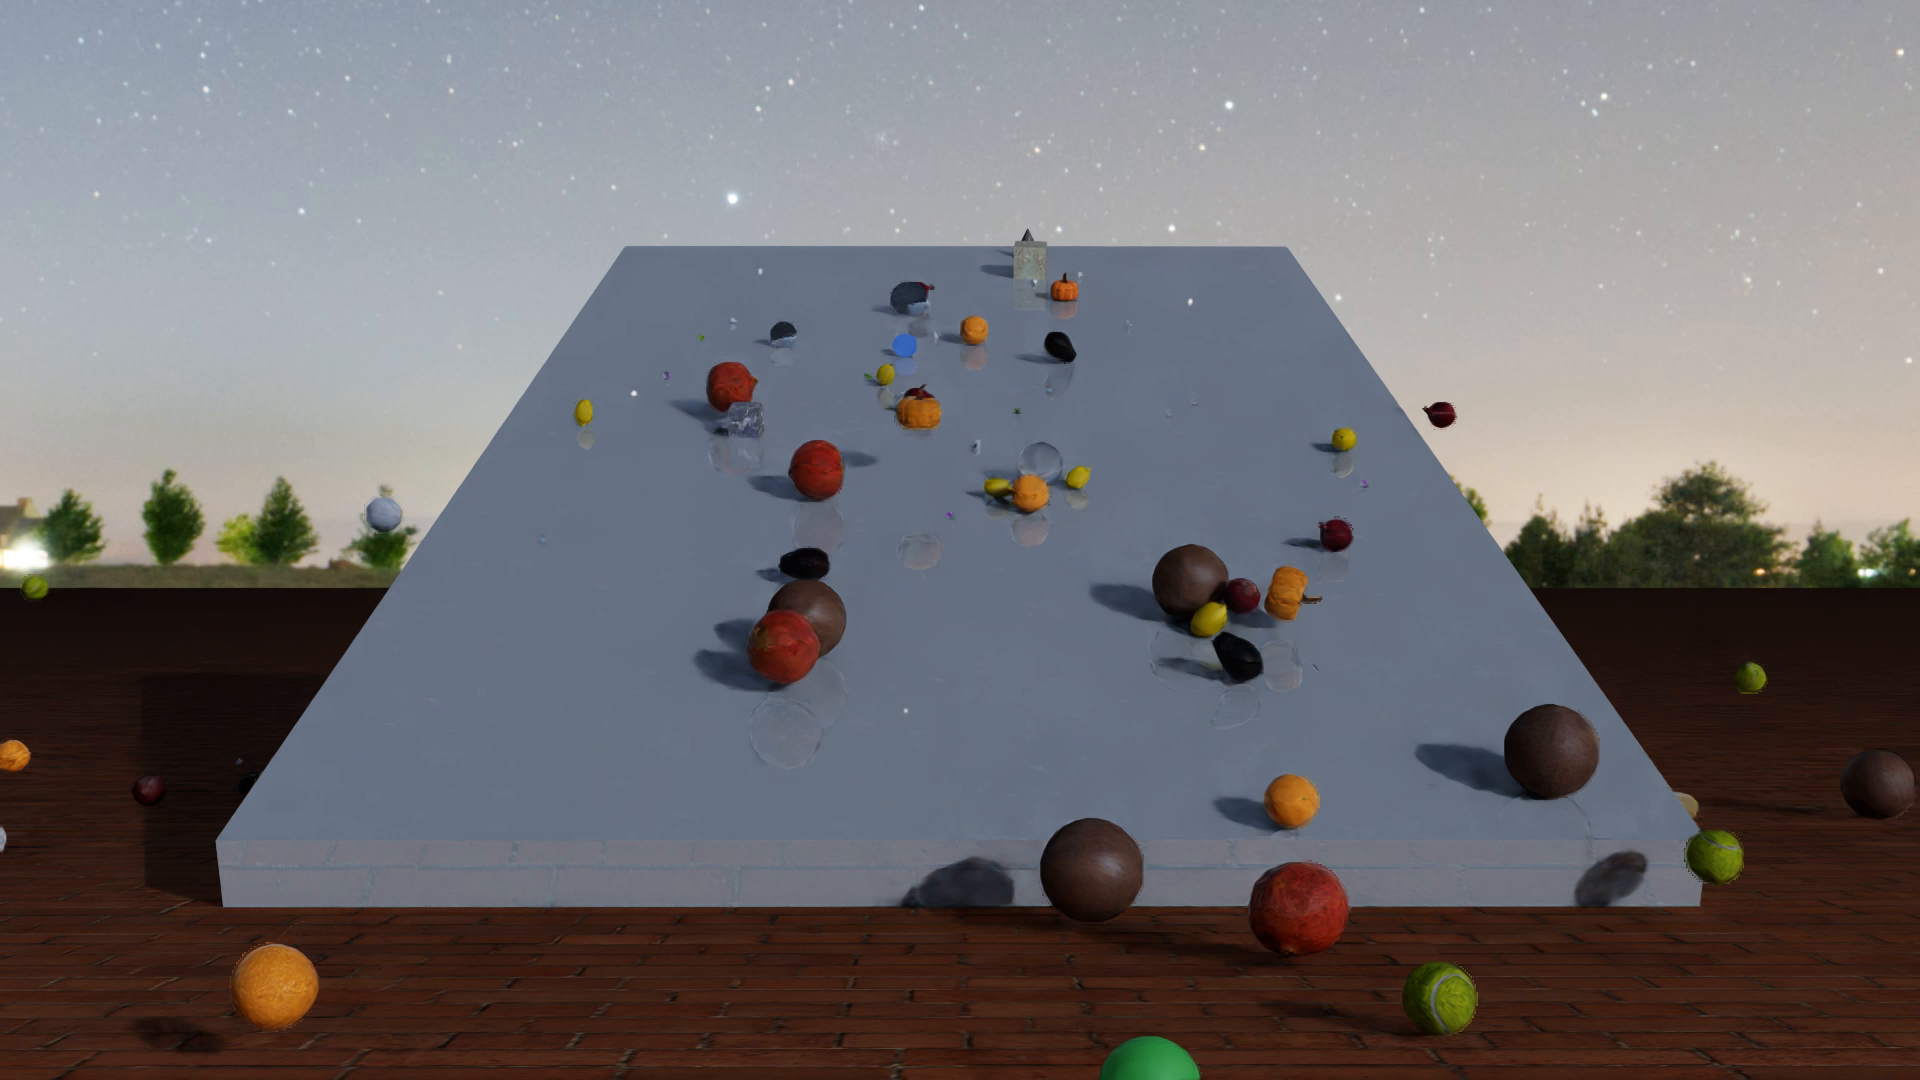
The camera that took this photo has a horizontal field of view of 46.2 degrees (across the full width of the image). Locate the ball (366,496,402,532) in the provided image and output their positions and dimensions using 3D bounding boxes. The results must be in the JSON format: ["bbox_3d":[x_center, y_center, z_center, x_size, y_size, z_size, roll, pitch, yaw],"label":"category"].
[{"bbox_3d":[-1.198,-0.053,4.676,0.073,0.073,0.073,0,-1,0],"label":"ball"}]

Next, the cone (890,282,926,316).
[{"bbox_3d":[-0.138,-0.628,5.970,0.095,0.095,0.095,0,-8,-4],"label":"cone"}]

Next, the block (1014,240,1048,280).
[{"bbox_3d":[0.200,-0.795,6.386,0.091,0.091,0.091,1,19,4],"label":"block"}]

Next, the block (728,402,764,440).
[{"bbox_3d":[-0.461,-0.259,4.850,0.065,0.065,0.065,1,19,4],"label":"block"}]

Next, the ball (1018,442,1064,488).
[{"bbox_3d":[0.161,-0.150,4.492,0.092,0.092,0.092,0,-1,0],"label":"ball"}]

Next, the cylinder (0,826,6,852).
[{"bbox_3d":[-1.564,0.477,3.592,0.054,0.054,0.054,1,0,32],"label":"cylinder"}]

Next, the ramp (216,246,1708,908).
[{"bbox_3d":[-0.004,-0.196,4.923,2.000,0.100,4.000,0,19,0],"label":"ramp"}]

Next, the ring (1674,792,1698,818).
[{"bbox_3d":[1.290,0.494,4.168,0.148,0.049,0.148,1,-2,0],"label":"ring"}]

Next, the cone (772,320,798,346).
[{"bbox_3d":[-0.444,-0.506,5.631,0.067,0.067,0.067,0,-17,-14],"label":"cone"}]

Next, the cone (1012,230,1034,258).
[{"bbox_3d":[0.200,-0.877,6.632,0.088,0.088,0.088,0,19,0],"label":"cone"}]

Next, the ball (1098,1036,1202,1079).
[{"bbox_3d":[0.150,0.433,1.774,0.082,0.082,0.082,0,-1,0],"label":"ball"}]

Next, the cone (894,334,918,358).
[{"bbox_3d":[-0.133,-0.473,5.540,0.060,0.060,0.060,0,-8,3],"label":"cone"}]
